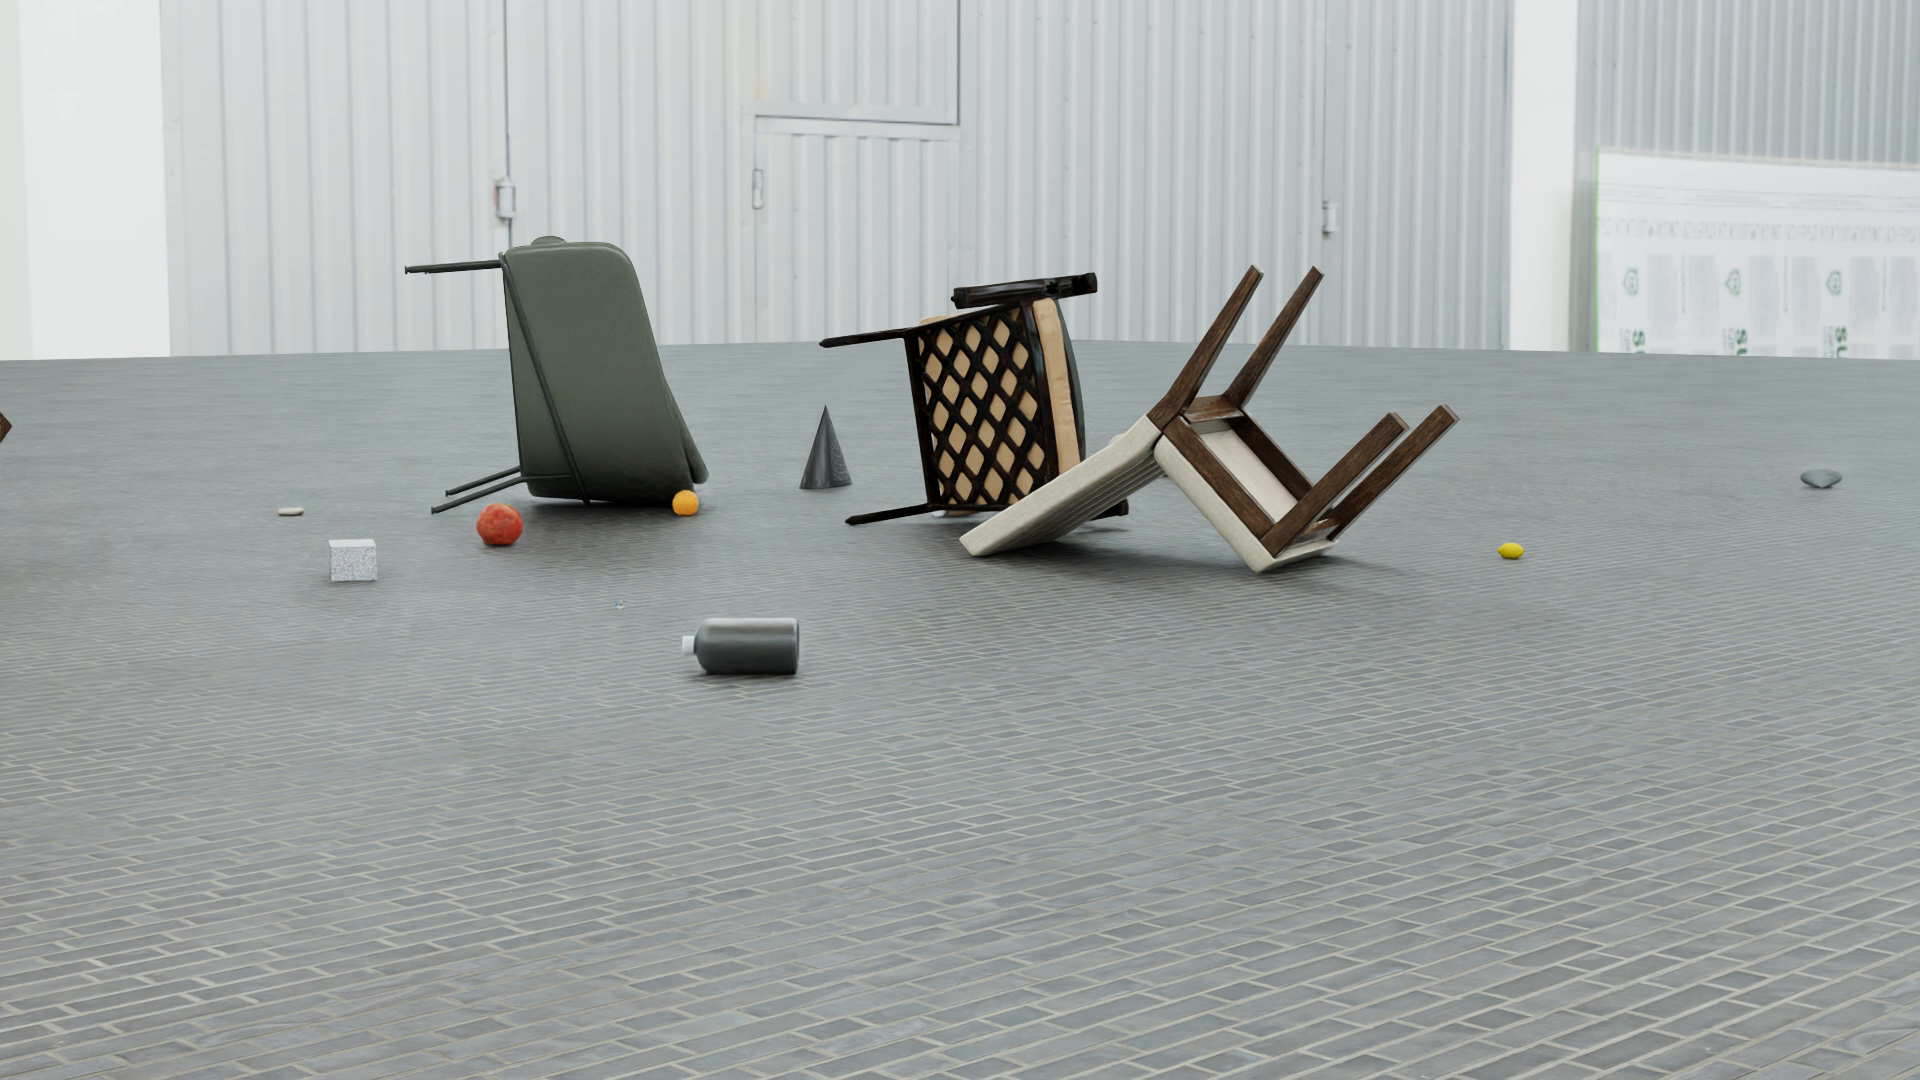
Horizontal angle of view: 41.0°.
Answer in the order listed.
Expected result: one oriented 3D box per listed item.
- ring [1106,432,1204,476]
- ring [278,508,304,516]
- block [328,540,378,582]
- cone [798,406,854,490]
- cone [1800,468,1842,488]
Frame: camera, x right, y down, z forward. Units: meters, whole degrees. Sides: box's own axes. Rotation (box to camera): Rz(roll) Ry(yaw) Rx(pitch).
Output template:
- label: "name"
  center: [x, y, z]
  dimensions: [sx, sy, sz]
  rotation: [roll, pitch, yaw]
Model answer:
- label: "ring"
  center: [0.653, -0.289, 8.584]
  dimensions: [0.330, 0.133, 0.262]
  rotation: [0, 7, 13]
- label: "ring"
  center: [-1.845, -0.077, 7.077]
  dimensions: [0.076, 0.018, 0.057]
  rotation: [-5, 7, -44]
- label: "block"
  center: [-1.334, 0.043, 5.634]
  dimensions: [0.096, 0.073, 0.156]
  rotation: [-2, 6, -15]
- label: "cone"
  center: [-0.421, -0.298, 8.048]
  dimensions: [0.115, 0.258, 0.286]
  rotation: [3, 7, 26]
- label: "cone"
  center: [2.688, -0.179, 8.004]
  dimensions: [0.127, 0.070, 0.052]
  rotation: [1, 40, 12]
